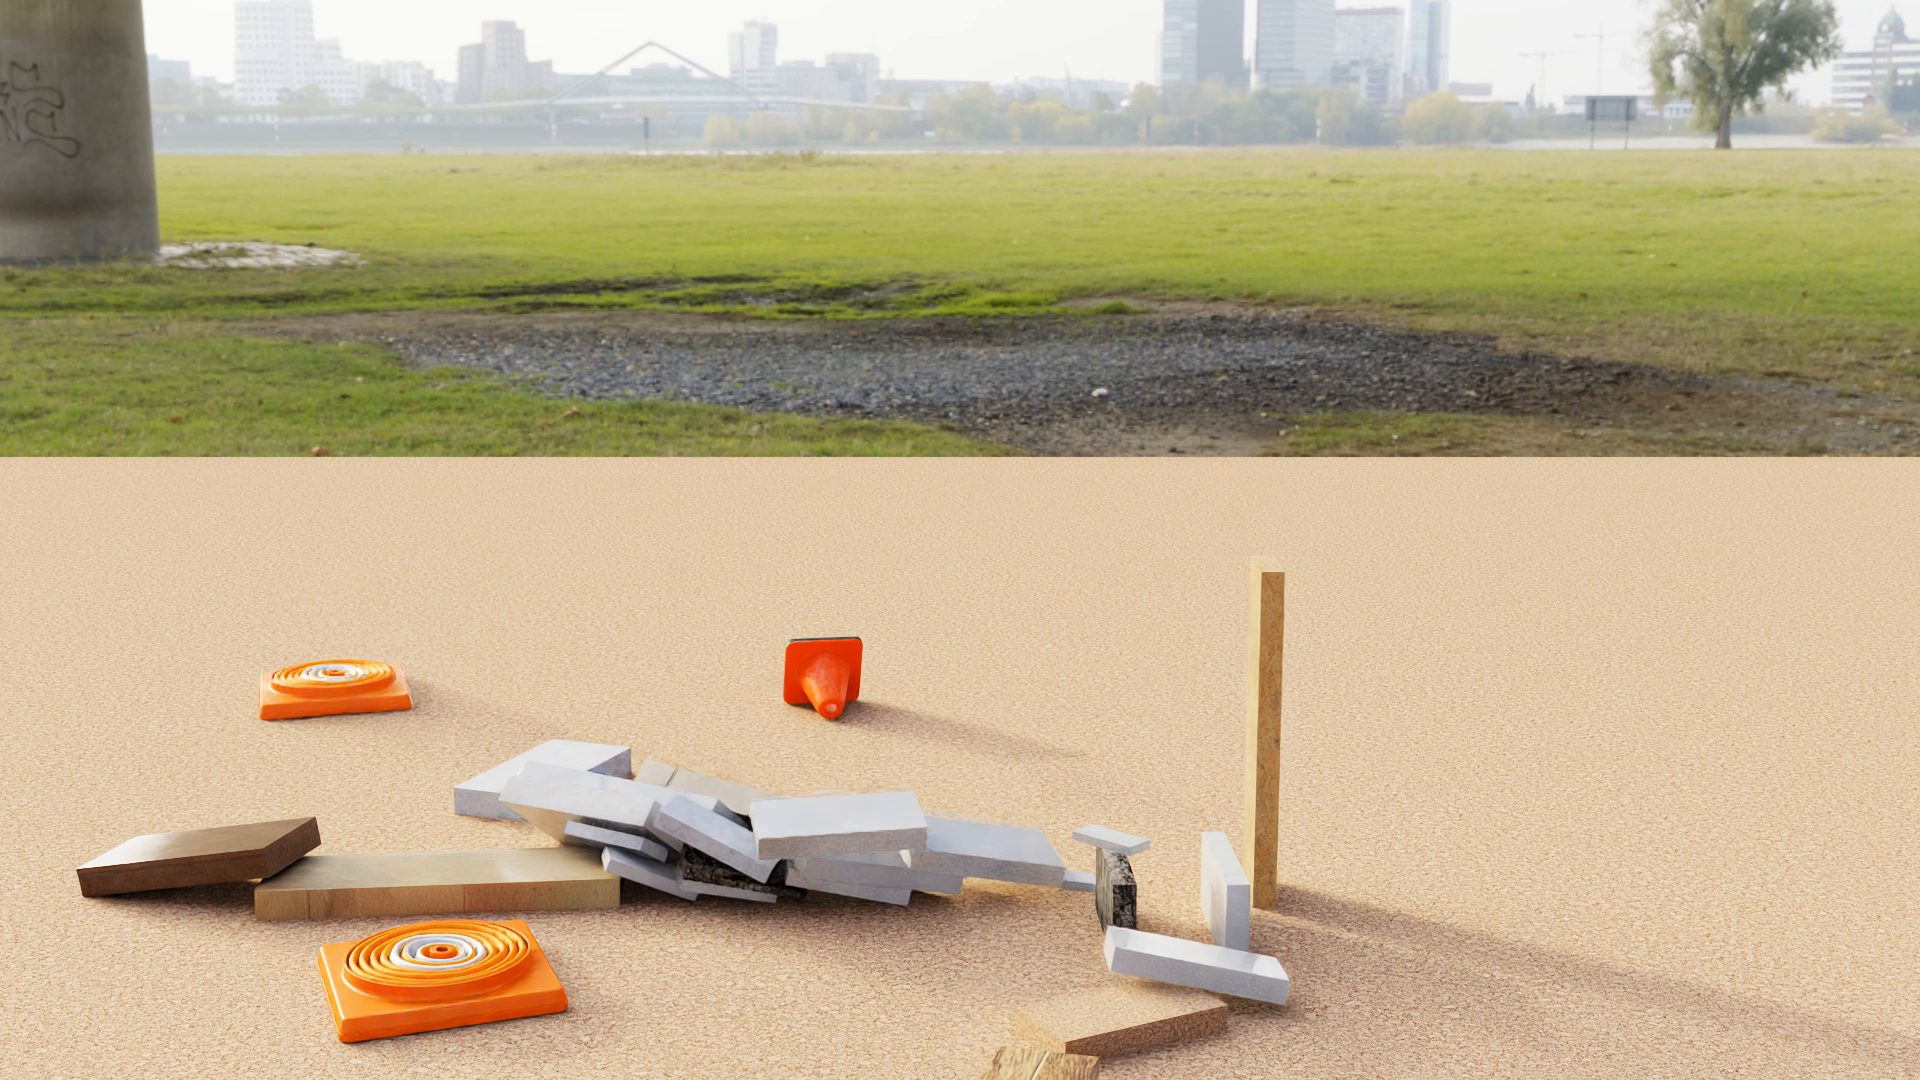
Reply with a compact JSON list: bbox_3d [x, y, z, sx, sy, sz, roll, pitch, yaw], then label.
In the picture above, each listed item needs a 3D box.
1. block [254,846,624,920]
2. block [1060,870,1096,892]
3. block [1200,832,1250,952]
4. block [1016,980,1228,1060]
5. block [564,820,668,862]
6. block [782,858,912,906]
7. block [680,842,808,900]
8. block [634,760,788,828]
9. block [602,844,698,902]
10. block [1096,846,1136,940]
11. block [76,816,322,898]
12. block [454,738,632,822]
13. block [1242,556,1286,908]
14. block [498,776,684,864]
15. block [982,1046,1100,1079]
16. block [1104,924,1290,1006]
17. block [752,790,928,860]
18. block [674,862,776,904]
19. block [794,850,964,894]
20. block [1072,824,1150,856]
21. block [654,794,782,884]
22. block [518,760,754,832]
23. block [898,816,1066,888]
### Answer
[{"bbox_3d":[-0.854,0.568,3.654,0.582,0.049,0.174,-1,11,-6],"label":"block"},{"bbox_3d":[0.218,0.576,3.705,0.101,0.014,0.050,3,11,18],"label":"block"},{"bbox_3d":[0.417,0.562,3.469,0.036,0.128,0.256,0,11,-2],"label":"block"},{"bbox_3d":[0.228,0.676,3.102,0.268,0.038,0.134,-6,12,-28],"label":"block"},{"bbox_3d":[-0.576,0.506,3.686,0.158,0.022,0.079,8,-19,28],"label":"block"},{"bbox_3d":[-0.188,0.556,3.636,0.204,0.029,0.102,12,10,-11],"label":"block"},{"bbox_3d":[-0.356,0.545,3.633,0.204,0.029,0.102,12,10,-12],"label":"block"},{"bbox_3d":[-0.389,0.478,3.840,0.355,0.050,0.177,8,-28,40],"label":"block"},{"bbox_3d":[-0.513,0.551,3.645,0.158,0.022,0.079,22,4,-17],"label":"block"},{"bbox_3d":[0.245,0.562,3.470,0.036,0.128,0.257,0,11,-2],"label":"block"},{"bbox_3d":[-1.275,0.531,3.691,0.348,0.049,0.174,-8,9,14],"label":"block"},{"bbox_3d":[-0.797,0.460,4.230,0.177,0.050,0.355,4,11,20],"label":"block"},{"bbox_3d":[0.499,0.314,3.617,0.038,0.561,0.134,0,11,0],"label":"block"},{"bbox_3d":[-0.610,0.484,3.777,0.348,0.049,0.174,4,-29,36],"label":"block"},{"bbox_3d":[0.086,0.728,2.823,0.134,0.038,0.268,3,11,15],"label":"block"},{"bbox_3d":[0.344,0.622,3.224,0.257,0.036,0.128,11,4,-1],"label":"block"},{"bbox_3d":[-0.199,0.466,3.597,0.273,0.039,0.136,-3,19,-10],"label":"block"},{"bbox_3d":[-0.386,0.566,3.636,0.158,0.022,0.079,11,8,-17],"label":"block"},{"bbox_3d":[-0.142,0.526,3.644,0.273,0.039,0.136,9,16,-20],"label":"block"},{"bbox_3d":[0.242,0.480,3.520,0.119,0.014,0.050,10,14,42],"label":"block"},{"bbox_3d":[-0.392,0.488,3.604,0.204,0.029,0.102,27,13,3],"label":"block"},{"bbox_3d":[-0.561,0.478,3.849,0.433,0.050,0.177,7,-28,32],"label":"block"},{"bbox_3d":[0.028,0.518,3.683,0.273,0.039,0.136,10,16,-21],"label":"block"}]
